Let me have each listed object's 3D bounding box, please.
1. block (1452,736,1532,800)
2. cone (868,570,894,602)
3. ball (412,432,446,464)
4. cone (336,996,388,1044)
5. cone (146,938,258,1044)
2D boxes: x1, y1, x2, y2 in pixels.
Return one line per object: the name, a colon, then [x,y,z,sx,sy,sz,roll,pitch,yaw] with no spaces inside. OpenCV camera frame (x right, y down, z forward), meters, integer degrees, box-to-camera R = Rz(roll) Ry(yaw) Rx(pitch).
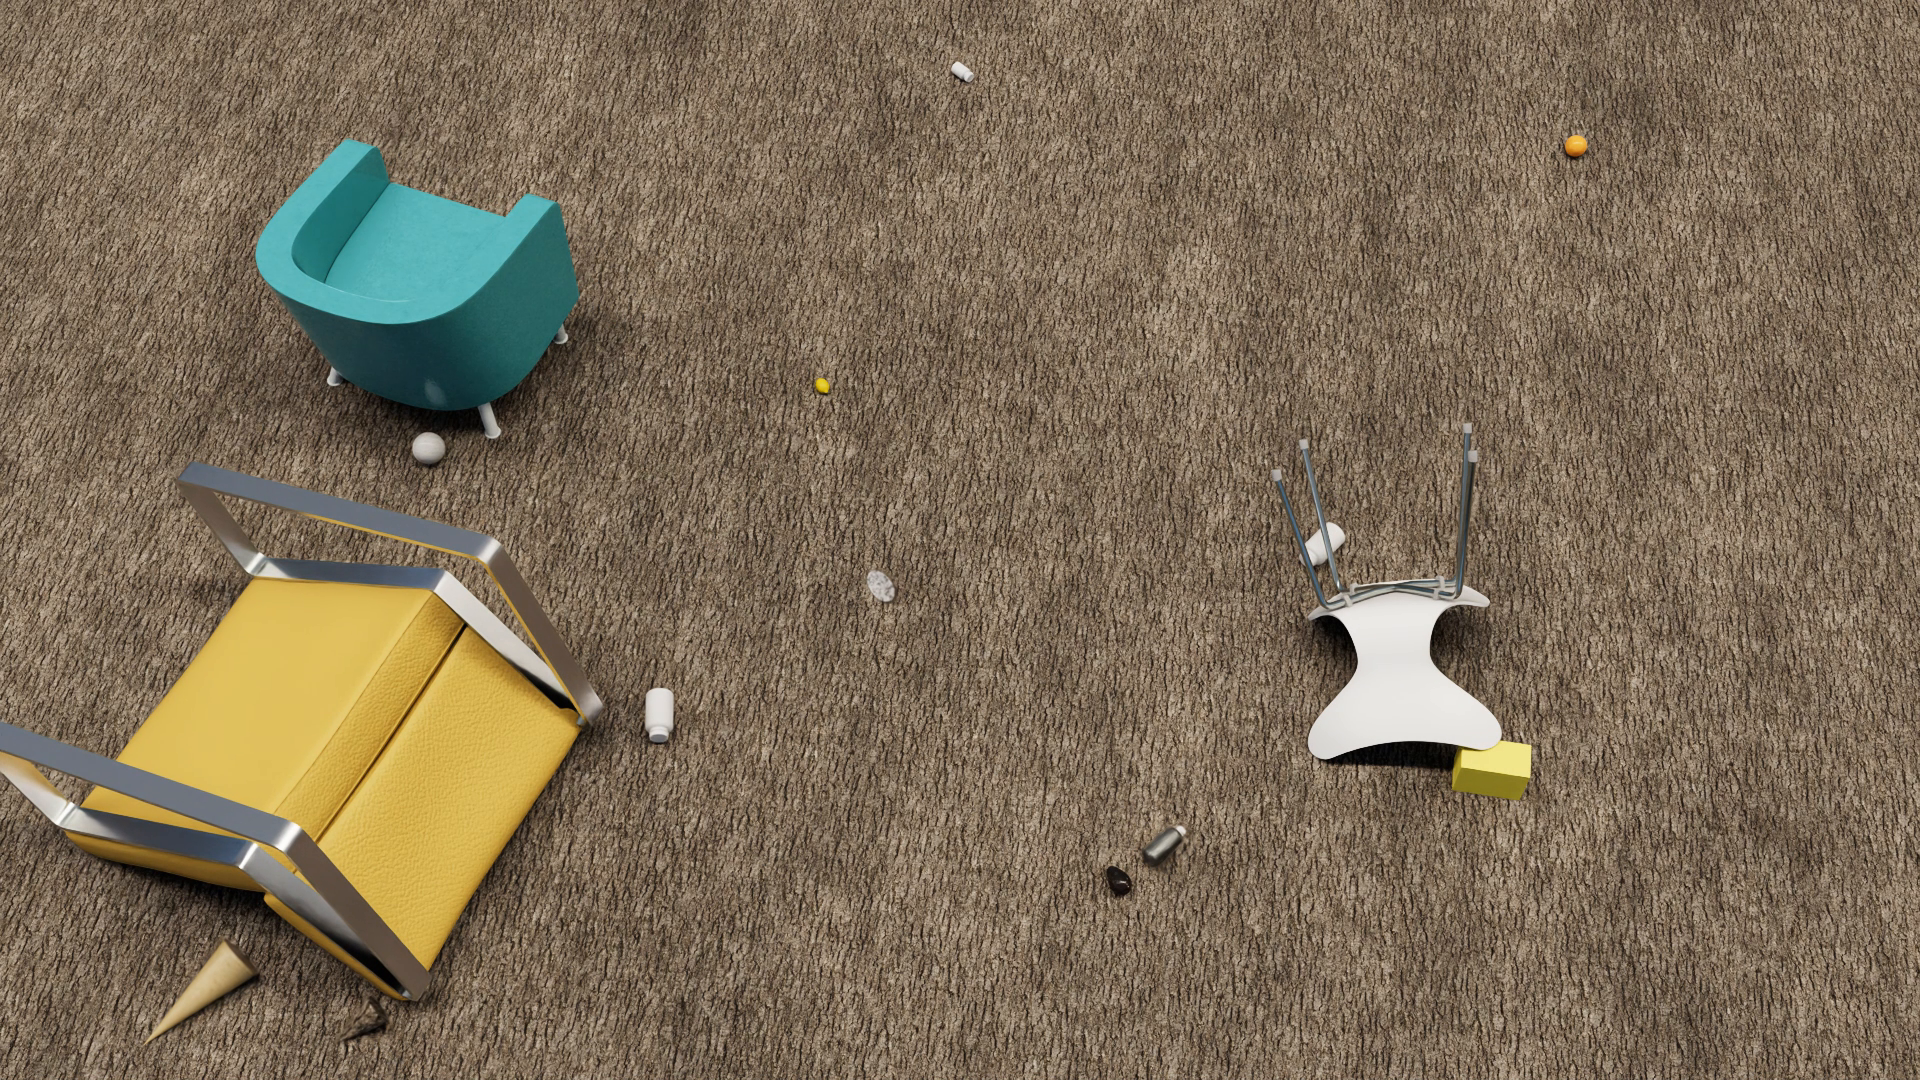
block: [1.467,0.629,6.070,0.186,0.135,0.101,8,57,6]
cone: [-0.216,0.132,6.466,0.111,0.078,0.054,41,29,26]
ball: [-1.619,-0.279,6.702,0.099,0.099,0.099,0,56,0]
cone: [-1.565,1.264,5.704,0.142,0.074,0.092,-38,48,-6]
cone: [-2.001,1.201,5.732,0.325,0.122,0.128,-43,74,-13]
